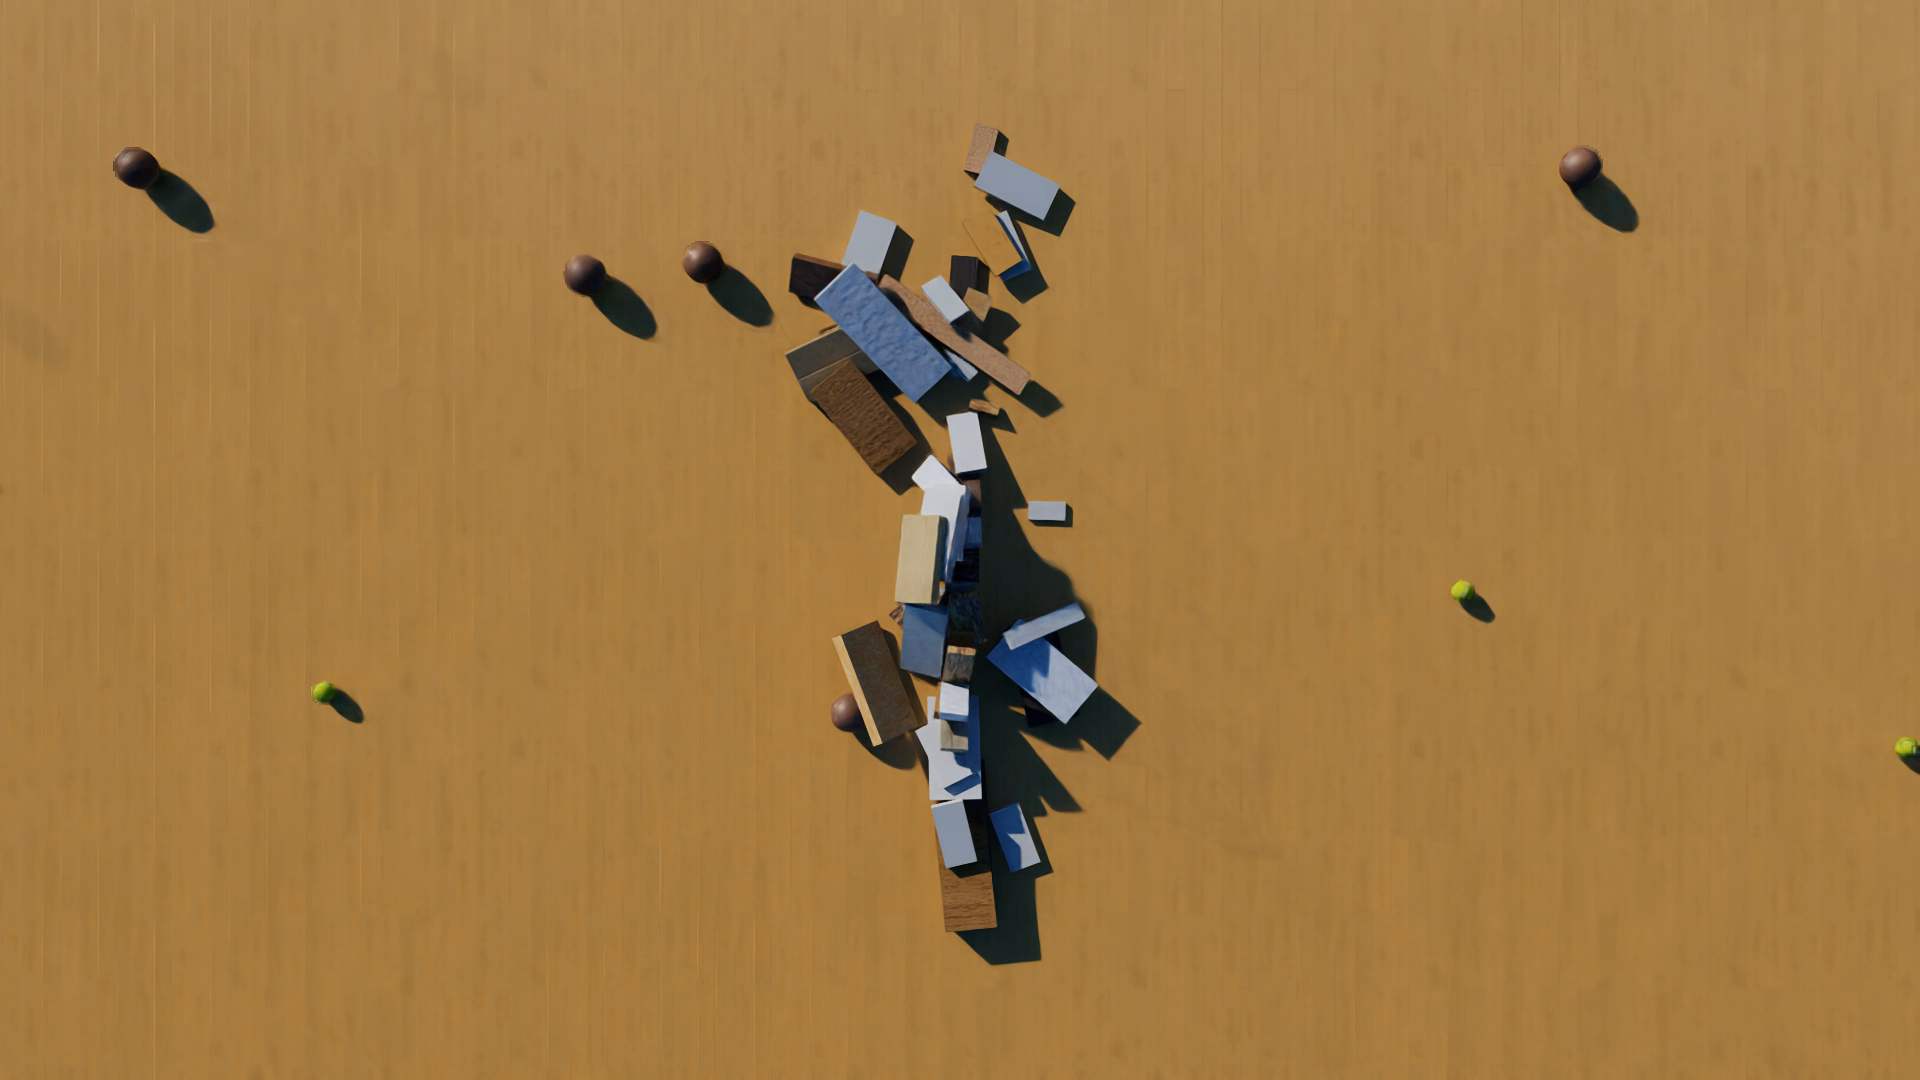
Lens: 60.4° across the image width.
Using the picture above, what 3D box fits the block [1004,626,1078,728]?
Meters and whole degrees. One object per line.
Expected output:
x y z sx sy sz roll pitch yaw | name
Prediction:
0.269 0.437 5.476 0.170 0.048 0.339 -14 90 0 | block

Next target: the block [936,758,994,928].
0.015 1.005 5.476 0.170 0.048 0.541 -4 90 0 | block

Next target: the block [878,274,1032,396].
-0.024 -0.679 5.449 0.589 0.023 0.081 35 101 0 | block

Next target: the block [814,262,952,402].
-0.249 -0.676 5.386 0.175 0.049 0.469 -42 105 8 | block

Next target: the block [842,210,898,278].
-0.312 -0.951 5.482 0.128 0.036 0.257 20 90 0 | block

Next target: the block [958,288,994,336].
0.036 -0.738 5.467 0.090 0.025 0.179 22 102 -4 | block

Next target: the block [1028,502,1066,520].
0.290 -0.097 5.491 0.122 0.017 0.061 2 90 0 | block

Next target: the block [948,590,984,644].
0.021 0.255 5.337 0.095 0.027 0.190 -5 122 4 | block

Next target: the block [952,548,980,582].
0.001 0.042 5.393 0.123 0.246 0.035 1 129 0 | block

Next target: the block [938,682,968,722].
-0.019 0.523 5.340 0.091 0.183 0.026 7 117 -2 | block

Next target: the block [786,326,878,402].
-0.381 -0.612 5.446 0.349 0.049 0.175 -25 107 2 | block

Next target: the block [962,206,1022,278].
0.106 -0.986 5.455 0.105 0.030 0.210 -32 90 0 | block

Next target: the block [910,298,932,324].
-0.125 -0.758 5.472 0.179 0.025 0.090 9 100 5 | block

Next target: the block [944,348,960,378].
-0.013 -0.595 5.493 0.050 0.014 0.099 -17 90 0 | block

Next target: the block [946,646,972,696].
-0.002 0.428 5.455 0.088 0.025 0.176 2 112 0 | block

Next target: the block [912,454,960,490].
-0.063 -0.179 5.406 0.102 0.029 0.204 -50 55 10 | block

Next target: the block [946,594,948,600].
-0.003 0.205 5.417 0.082 0.165 0.023 1 75 0 | block

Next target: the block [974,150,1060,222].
0.187 -1.173 5.469 0.257 0.036 0.128 25 90 -6 | block

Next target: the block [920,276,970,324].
-0.049 -0.790 5.432 0.081 0.023 0.161 -33 74 -18 | block

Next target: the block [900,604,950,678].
-0.115 0.321 5.383 0.141 0.040 0.283 14 130 10 | block

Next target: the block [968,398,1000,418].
0.081 -0.440 5.479 0.099 0.014 0.050 16 49 0 | block

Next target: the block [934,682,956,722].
-0.034 0.528 5.383 0.091 0.183 0.026 8 117 0 | block

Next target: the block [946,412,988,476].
0.023 -0.319 5.455 0.102 0.029 0.204 -10 72 0 | block

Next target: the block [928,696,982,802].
-0.018 0.686 5.438 0.170 0.048 0.339 -2 77 1 | block

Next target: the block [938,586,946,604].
-0.117 0.166 5.491 0.122 0.017 0.061 23 90 0 | block

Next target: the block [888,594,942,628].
-0.149 0.219 5.475 0.164 0.023 0.082 -44 93 8 | block

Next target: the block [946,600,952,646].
-0.006 0.274 5.378 0.082 0.023 0.165 2 122 -1 | block

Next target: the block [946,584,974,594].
-0.001 0.160 5.405 0.095 0.190 0.027 1 89 0 | block

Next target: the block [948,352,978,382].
0.010 -0.577 5.479 0.050 0.014 0.099 -42 90 0 | block

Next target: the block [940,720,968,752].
-0.019 0.607 5.381 0.088 0.025 0.176 5 56 -7 | block

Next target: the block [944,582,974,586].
-0.001 0.086 5.411 0.095 0.190 0.027 1 120 0 | block

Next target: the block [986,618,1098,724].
0.270 0.430 5.428 0.339 0.048 0.170 40 90 0 | block

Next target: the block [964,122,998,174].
0.071 -1.299 5.489 0.081 0.023 0.161 14 90 0 | block

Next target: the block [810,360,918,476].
-0.318 -0.404 5.439 0.175 0.049 0.349 -39 102 1 | block

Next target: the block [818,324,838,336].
-0.352 -0.684 5.485 0.210 0.030 0.105 -21 90 0 | block

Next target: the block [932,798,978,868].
-0.019 0.956 5.376 0.104 0.030 0.209 -13 97 0 | block

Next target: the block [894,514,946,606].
-0.127 0.062 5.262 0.141 0.040 0.283 2 83 34 | block

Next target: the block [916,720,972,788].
-0.053 0.696 5.397 0.104 0.030 0.209 -26 78 -5 | block

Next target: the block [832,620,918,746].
-0.277 0.469 5.424 0.170 0.048 0.376 -21 90 -44 | block

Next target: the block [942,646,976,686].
-0.006 0.415 5.361 0.091 0.211 0.026 7 54 -2 | block

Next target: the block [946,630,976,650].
-0.003 0.369 5.380 0.082 0.023 0.177 7 128 -2 | block

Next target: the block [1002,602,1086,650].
0.276 0.282 5.414 0.300 0.017 0.061 -21 75 -29 | block

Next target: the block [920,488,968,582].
-0.069 -0.015 5.285 0.141 0.040 0.283 10 89 35 | block

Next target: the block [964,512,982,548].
0.006 -0.086 5.423 0.123 0.035 0.246 -3 60 0 | block

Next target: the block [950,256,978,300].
0.010 -0.854 5.487 0.090 0.025 0.179 4 90 0 | block

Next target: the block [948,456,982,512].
0.015 -0.186 5.439 0.102 0.029 0.204 -2 62 0 | block

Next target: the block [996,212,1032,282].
0.148 -0.976 5.485 0.105 0.030 0.210 -24 90 0 | block

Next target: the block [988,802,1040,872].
0.182 0.988 5.485 0.104 0.030 0.209 -21 90 0 | block

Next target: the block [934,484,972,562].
-0.038 -0.057 5.316 0.123 0.035 0.246 5 86 34 | block

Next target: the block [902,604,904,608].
-0.126 0.279 5.462 0.082 0.023 0.164 -19 109 -1 | block

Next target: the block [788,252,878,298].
-0.417 -0.846 5.434 0.285 0.036 0.128 15 126 6 | block

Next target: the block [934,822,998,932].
0.019 1.108 5.428 0.170 0.048 0.339 -6 90 0 | block
